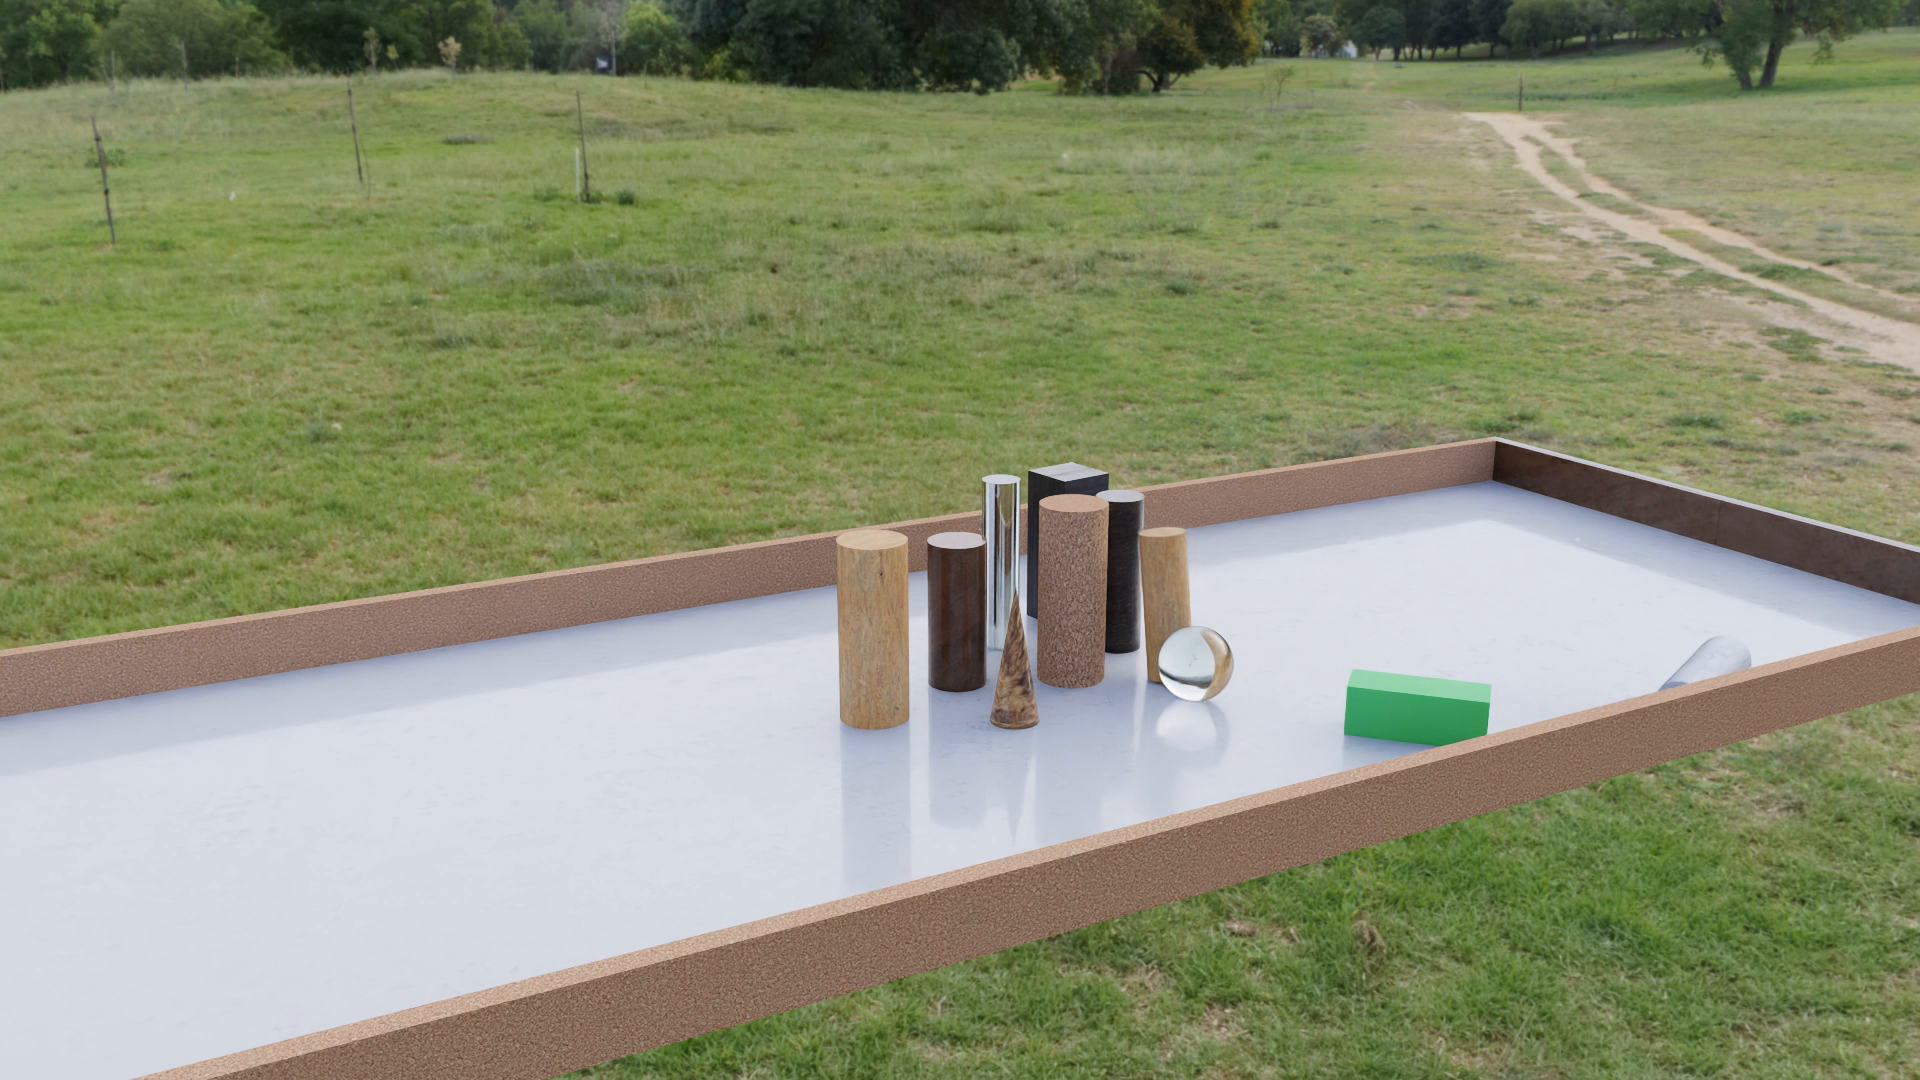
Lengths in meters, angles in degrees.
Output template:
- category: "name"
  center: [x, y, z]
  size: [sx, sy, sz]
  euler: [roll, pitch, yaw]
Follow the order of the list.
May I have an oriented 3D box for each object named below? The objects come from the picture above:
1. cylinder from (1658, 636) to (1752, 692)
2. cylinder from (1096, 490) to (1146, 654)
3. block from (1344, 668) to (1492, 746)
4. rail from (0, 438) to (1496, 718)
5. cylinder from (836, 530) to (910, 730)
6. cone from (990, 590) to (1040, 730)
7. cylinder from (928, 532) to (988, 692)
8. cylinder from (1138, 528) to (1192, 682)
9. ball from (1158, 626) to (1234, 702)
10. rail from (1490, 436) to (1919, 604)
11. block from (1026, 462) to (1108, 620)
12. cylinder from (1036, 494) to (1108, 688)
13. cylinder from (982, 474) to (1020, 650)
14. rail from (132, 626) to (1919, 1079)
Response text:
- category: "cylinder"
  center: [1.790, 0.342, 3.970]
  size: [0.124, 0.124, 0.395]
  euler: [12, 20, 36]
- category: "cylinder"
  center: [0.417, 0.083, 4.340]
  size: [0.127, 0.412, 0.127]
  euler: [0, 16, 0]
- category: "block"
  center: [1.057, 0.392, 3.810]
  size: [0.314, 0.120, 0.120]
  euler: [5, 17, 18]
- category: "rail"
  center: [-3.305, 0.497, 3.399]
  size: [12.000, 0.150, 0.050]
  euler: [-9, 18, -27]
- category: "cylinder"
  center: [-0.203, 0.209, 3.865]
  size: [0.166, 0.439, 0.166]
  euler: [0, 16, 0]
- category: "cone"
  center: [0.129, 0.265, 3.856]
  size: [0.117, 0.336, 0.117]
  euler: [0, 16, 0]
- category: "cylinder"
  center: [-0.007, 0.178, 4.093]
  size: [0.148, 0.370, 0.148]
  euler: [0, 16, 0]
- category: "cylinder"
  center: [0.517, 0.162, 4.126]
  size: [0.117, 0.371, 0.117]
  euler: [-5, 11, 1]
- category: "ball"
  center: [0.573, 0.300, 4.007]
  size: [0.184, 0.184, 0.184]
  euler: [0, 16, 0]
- category: "rail"
  center: [2.466, -0.048, 5.253]
  size: [0.050, 0.150, 2.100]
  euler: [-9, 18, -27]
- category: "block"
  center: [0.296, 0.014, 4.564]
  size: [0.156, 0.419, 0.156]
  euler: [-12, 20, -35]
- category: "cylinder"
  center: [0.280, 0.127, 4.117]
  size: [0.171, 0.454, 0.171]
  euler: [0, 16, 0]
- category: "cylinder"
  center: [0.107, 0.060, 4.347]
  size: [0.100, 0.454, 0.100]
  euler: [0, 16, 0]
- category: "rail"
  center: [-2.336, 1.006, 1.665]
  size: [12.000, 0.150, 0.050]
  euler: [-9, 18, -27]
